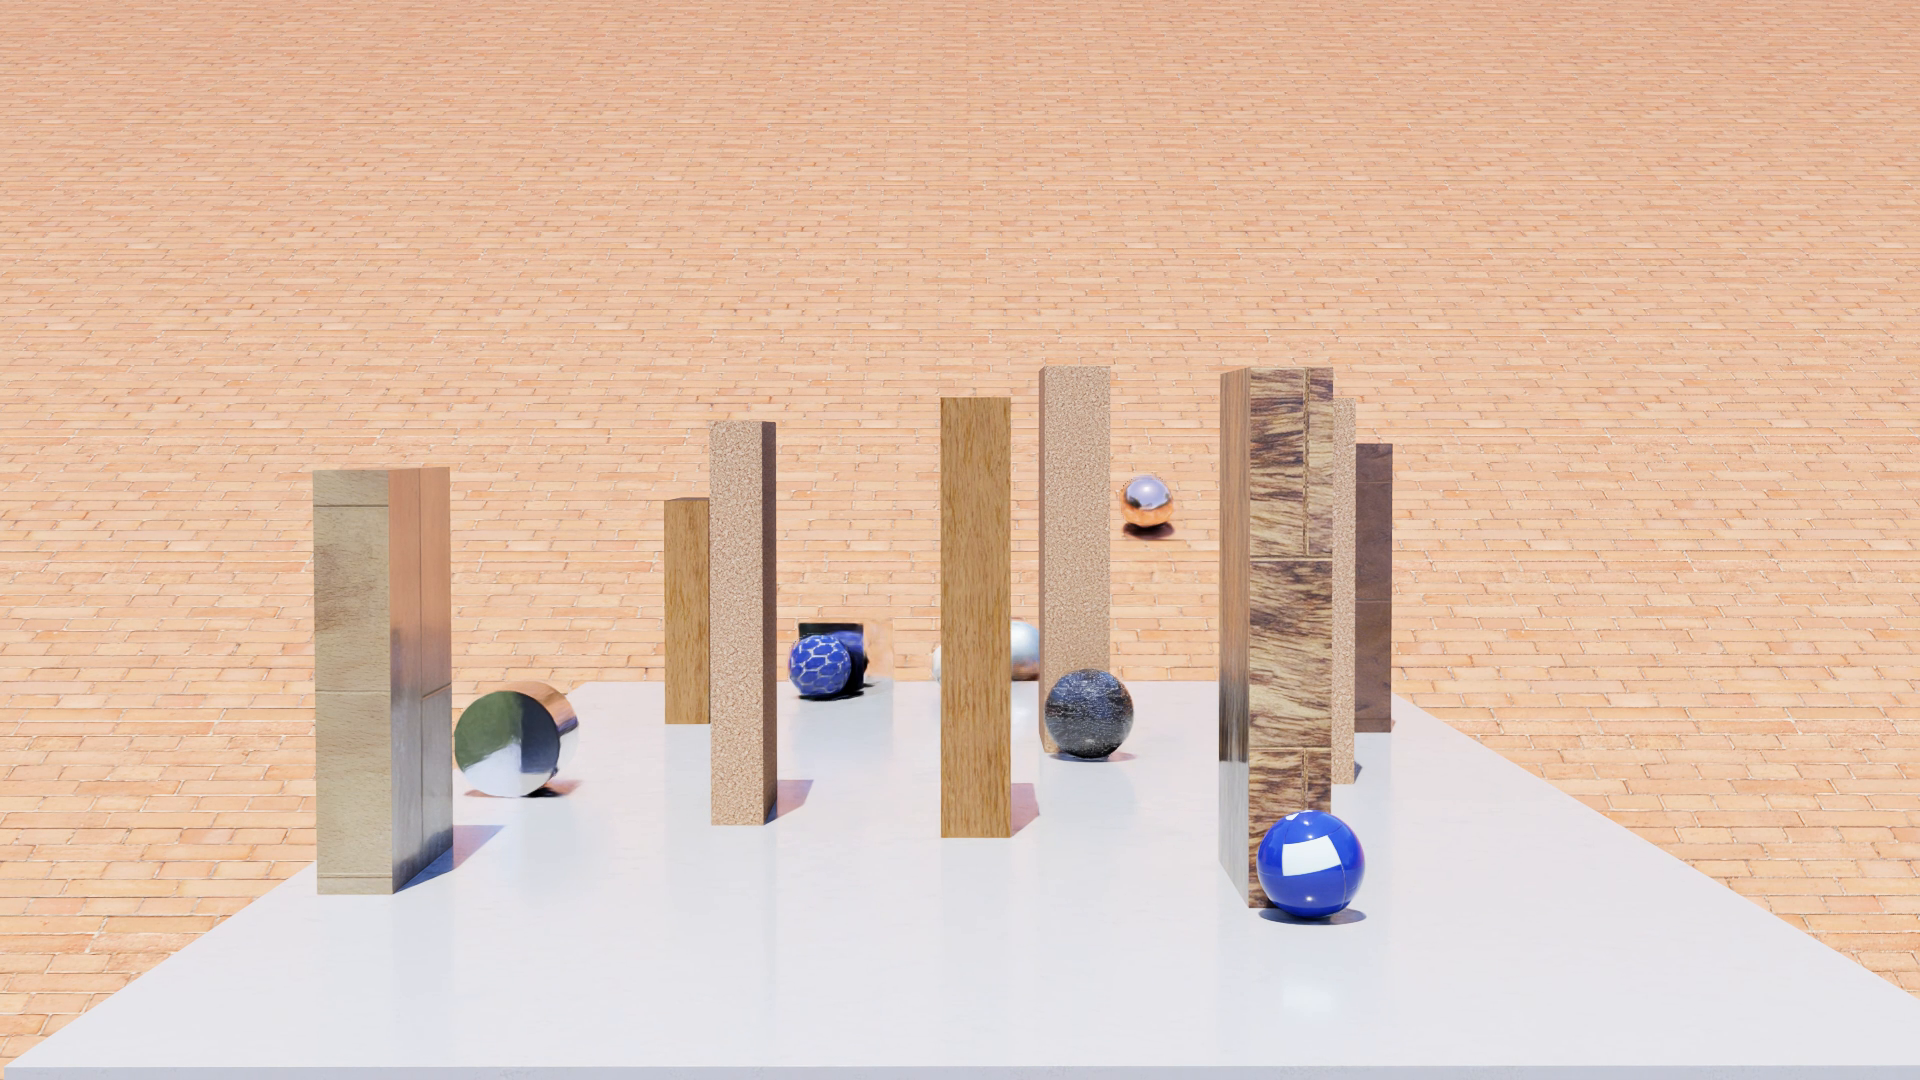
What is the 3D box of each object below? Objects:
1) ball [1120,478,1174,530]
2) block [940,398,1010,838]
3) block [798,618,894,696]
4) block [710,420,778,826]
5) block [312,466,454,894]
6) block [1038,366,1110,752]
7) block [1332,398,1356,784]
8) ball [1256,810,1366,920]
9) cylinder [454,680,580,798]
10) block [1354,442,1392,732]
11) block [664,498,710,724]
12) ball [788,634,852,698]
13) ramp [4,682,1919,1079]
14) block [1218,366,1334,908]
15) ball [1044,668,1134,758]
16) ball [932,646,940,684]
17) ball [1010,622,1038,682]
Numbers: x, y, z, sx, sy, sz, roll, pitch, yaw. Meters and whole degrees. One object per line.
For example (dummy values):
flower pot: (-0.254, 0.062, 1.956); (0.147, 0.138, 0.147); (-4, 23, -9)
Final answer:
ball: (0.556, -0.106, 7.645); (0.159, 0.159, 0.159); (0, 23, 0)
block: (0.024, 0.113, 4.167); (0.108, 0.681, 0.394); (0, 2, 0)
block: (-0.276, 0.284, 6.265); (0.174, 0.174, 0.174); (1, 2, 23)
block: (-0.356, 0.127, 4.262); (0.083, 0.646, 0.326); (0, 2, 0)
block: (-0.822, 0.185, 3.693); (0.102, 0.576, 0.424); (0, 2, 0)
block: (0.230, 0.032, 5.234); (0.128, 0.759, 0.382); (0, 2, 0)
block: (0.659, 0.087, 4.725); (0.088, 0.689, 0.287); (0, 2, 0)
ball: (0.452, 0.418, 3.314); (0.140, 0.140, 0.140); (0, 23, 0)
cylinder: (-0.777, 0.348, 4.518); (0.186, 0.186, 0.186); (1, 2, 2)
block: (0.834, 0.095, 5.539); (0.139, 0.607, 0.303); (0, 2, 0)
block: (-0.591, 0.150, 5.740); (0.095, 0.483, 0.365); (0, 2, 0)
ball: (-0.334, 0.301, 6.114); (0.151, 0.151, 0.151); (0, 23, 0)
ramp: (0.054, 0.489, 4.541); (2.000, 0.100, 4.000); (0, 2, 0)
block: (0.433, 0.121, 3.569); (0.108, 0.711, 0.392); (0, 2, 0)
ball: (0.250, 0.335, 4.968); (0.175, 0.175, 0.175); (0, 23, 0)
ball: (-0.006, 0.305, 6.284); (0.130, 0.130, 0.130); (0, 23, 0)
ball: (0.151, 0.291, 6.734); (0.155, 0.155, 0.155); (0, 23, 0)
